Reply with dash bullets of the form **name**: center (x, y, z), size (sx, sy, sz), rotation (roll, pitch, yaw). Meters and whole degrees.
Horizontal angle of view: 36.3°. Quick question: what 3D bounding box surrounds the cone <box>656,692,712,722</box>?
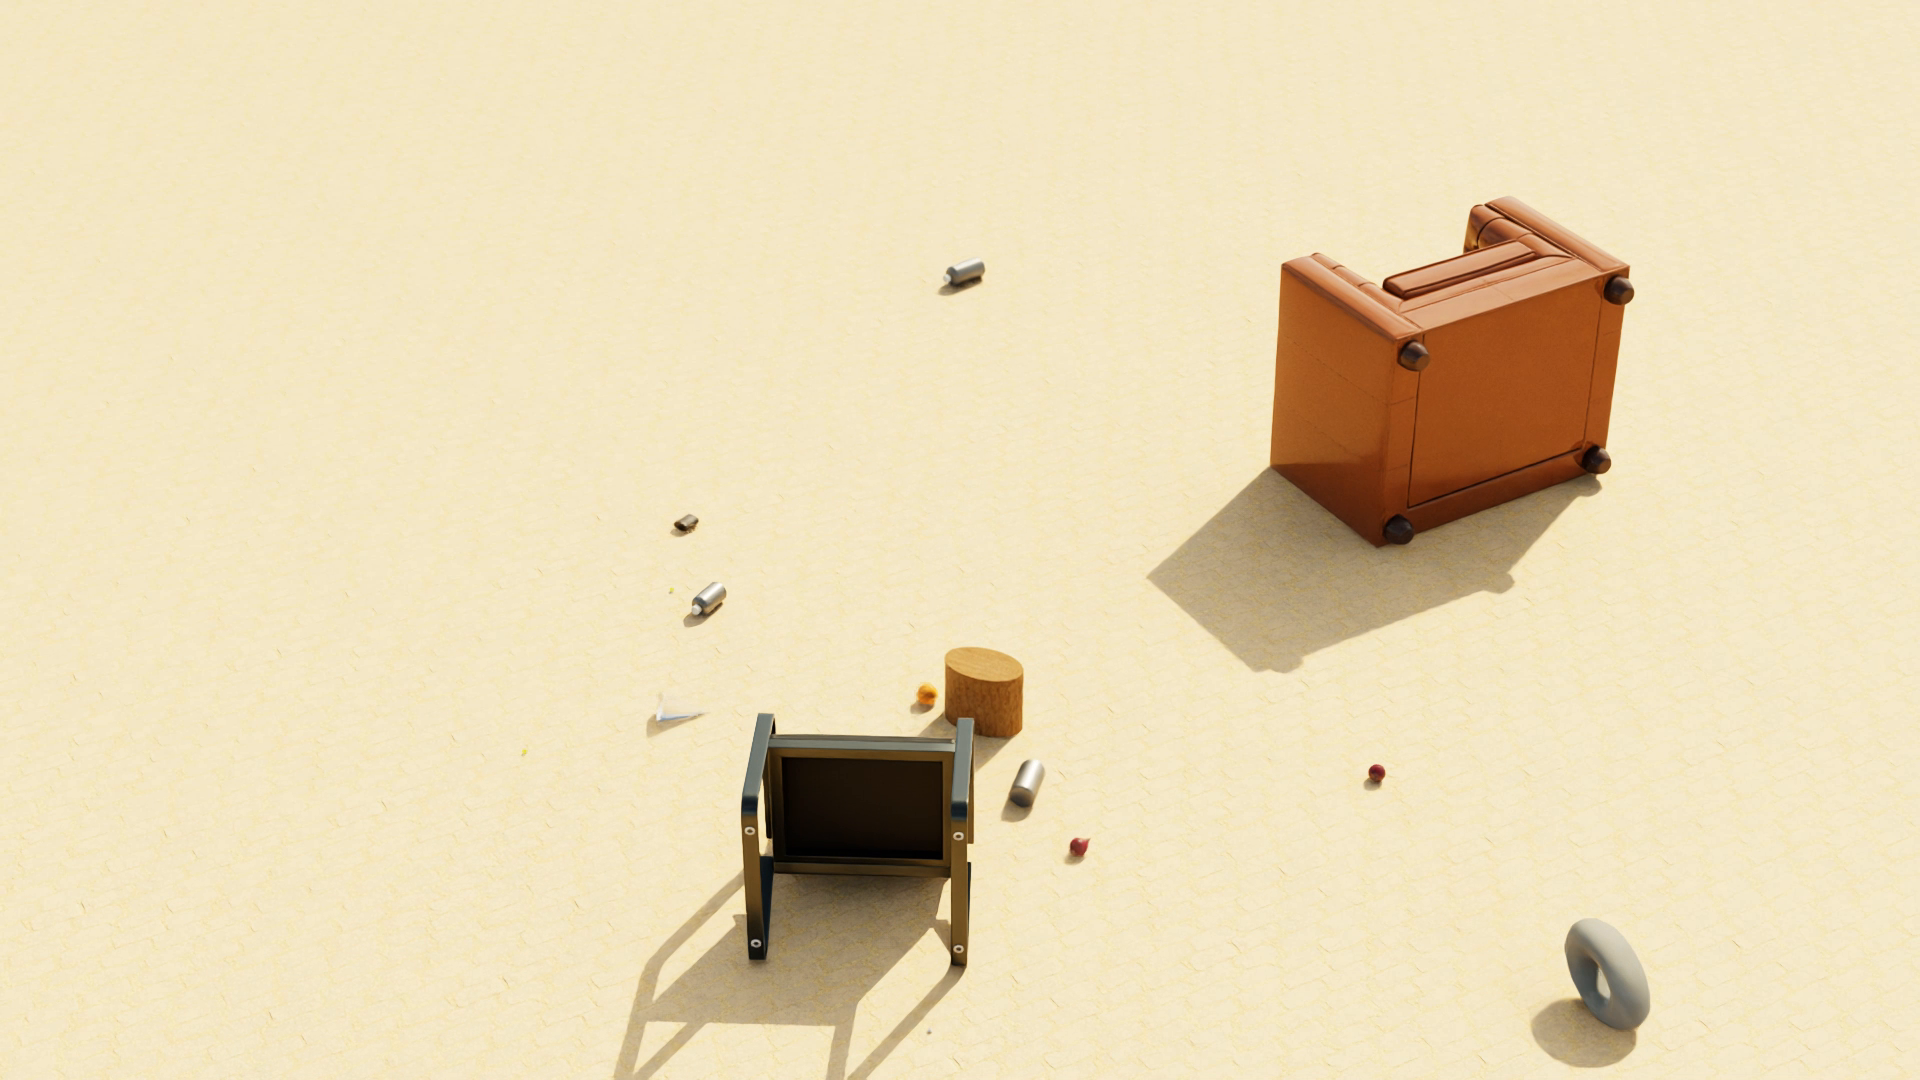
- **cone**: center (-0.937, 0.581, 10.021), size (0.182, 0.094, 0.111), rotation (7, 32, -16)

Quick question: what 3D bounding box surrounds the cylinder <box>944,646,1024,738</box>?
- **cylinder**: center (0.081, 0.516, 9.946), size (0.283, 0.237, 0.175), rotation (14, 36, 21)

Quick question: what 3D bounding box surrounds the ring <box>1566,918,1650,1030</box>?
- **ring**: center (1.931, 1.294, 8.746), size (0.132, 0.220, 0.356), rotation (-13, 66, -29)
